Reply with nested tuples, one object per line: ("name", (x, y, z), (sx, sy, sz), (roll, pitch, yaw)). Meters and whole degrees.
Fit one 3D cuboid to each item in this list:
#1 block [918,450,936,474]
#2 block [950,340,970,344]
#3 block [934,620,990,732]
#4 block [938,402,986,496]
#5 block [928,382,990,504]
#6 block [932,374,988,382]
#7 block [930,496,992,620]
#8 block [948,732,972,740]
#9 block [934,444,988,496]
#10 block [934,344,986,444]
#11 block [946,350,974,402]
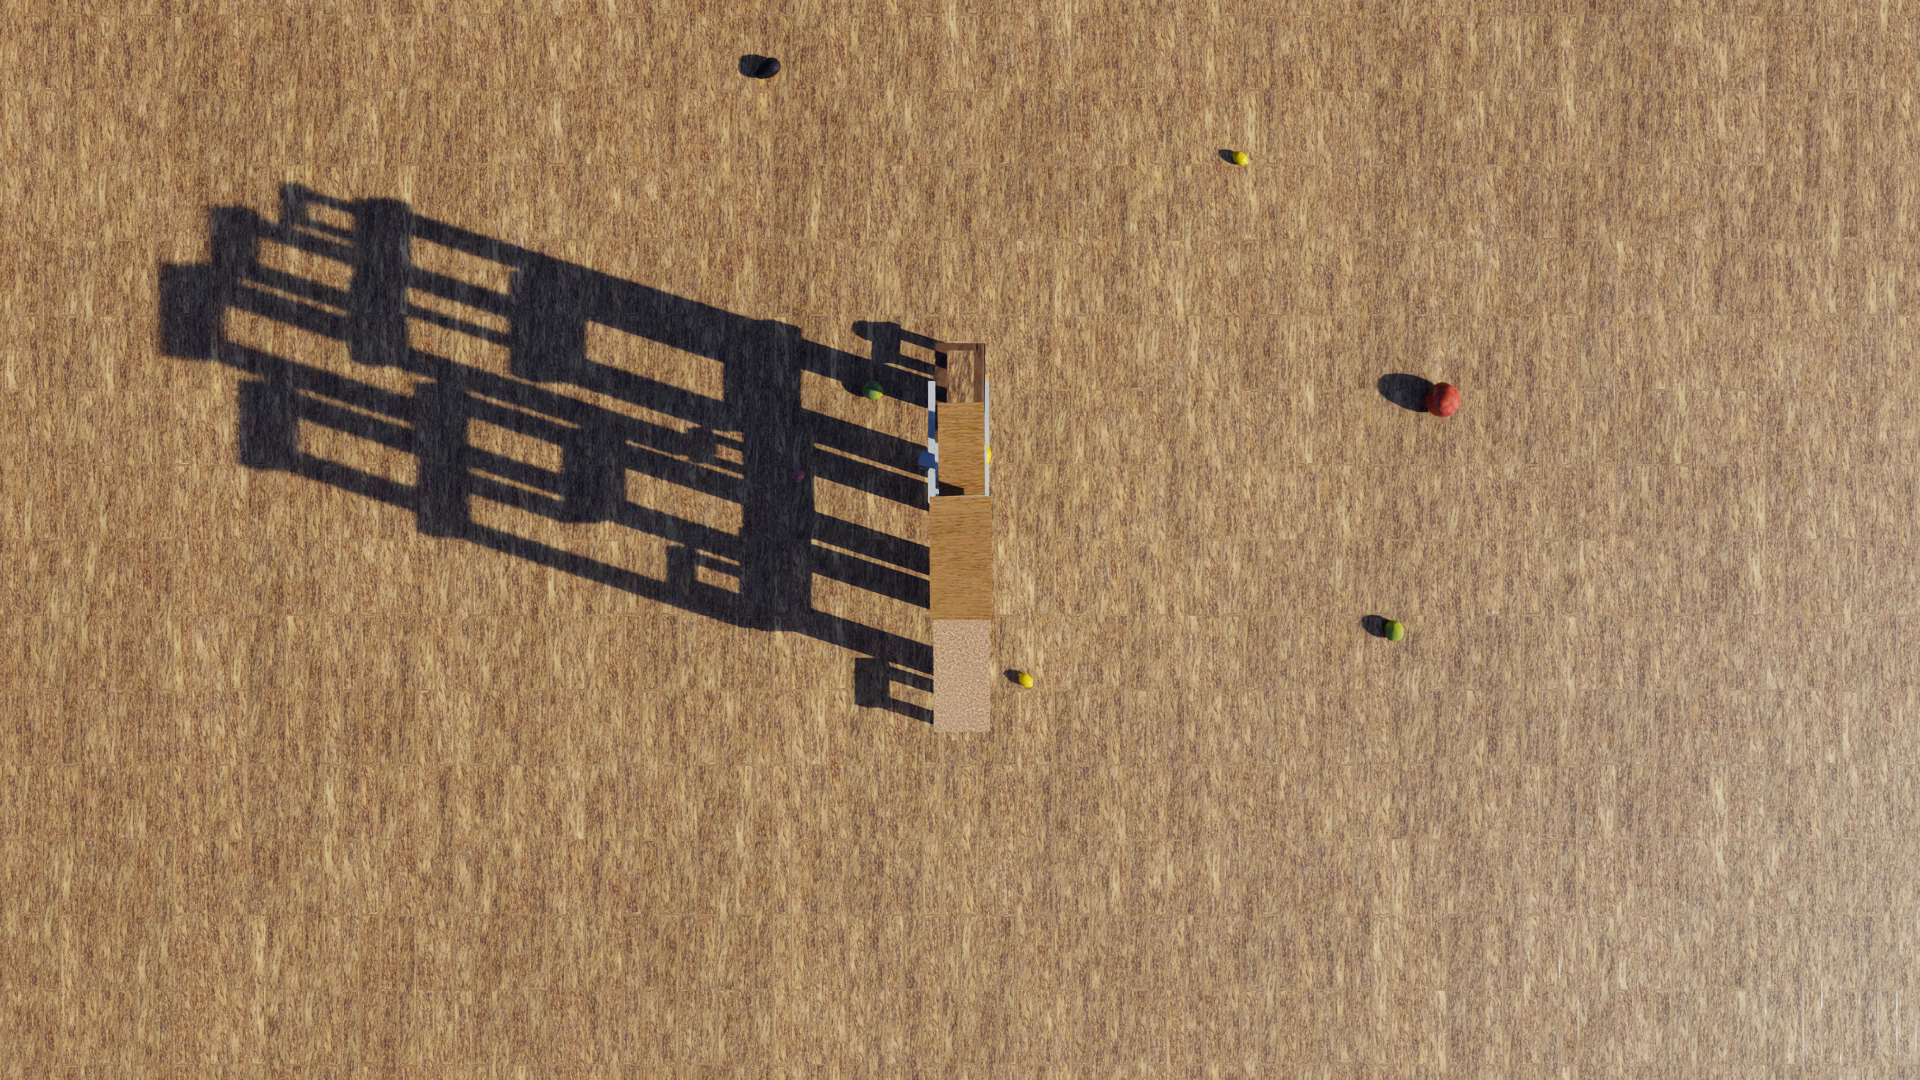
("block", (-0.043, -0.203, 4.570), (0.138, 0.276, 0.039), (16, 90, 0))
("block", (-0.003, -0.582, 5.362), (0.064, 0.018, 0.129), (0, 90, 0))
("block", (0.004, 0.344, 4.207), (0.143, 0.041, 0.286), (0, 90, 0))
("block", (0.003, -0.228, 4.144), (0.116, 0.033, 0.232), (-1, 90, 0))
("block", (-0.004, -0.280, 4.732), (0.174, 0.049, 0.347), (0, 90, 0))
("block", (0.003, -0.339, 5.129), (0.173, 0.049, 0.347), (0, 90, 0))
("block", (0.002, 0.044, 4.067), (0.152, 0.043, 0.303), (0, 90, 0))
("block", (0.001, 0.568, 5.334), (0.077, 0.022, 0.155), (0, 90, 0))
("block", (0.004, -0.116, 4.412), (0.138, 0.039, 0.276), (-1, 90, 0))
("block", (0.000, -0.393, 4.422), (0.133, 0.038, 0.266), (0, 90, 0))
("block", (0.001, -0.419, 4.257), (0.068, 0.019, 0.137), (0, 90, 0))
